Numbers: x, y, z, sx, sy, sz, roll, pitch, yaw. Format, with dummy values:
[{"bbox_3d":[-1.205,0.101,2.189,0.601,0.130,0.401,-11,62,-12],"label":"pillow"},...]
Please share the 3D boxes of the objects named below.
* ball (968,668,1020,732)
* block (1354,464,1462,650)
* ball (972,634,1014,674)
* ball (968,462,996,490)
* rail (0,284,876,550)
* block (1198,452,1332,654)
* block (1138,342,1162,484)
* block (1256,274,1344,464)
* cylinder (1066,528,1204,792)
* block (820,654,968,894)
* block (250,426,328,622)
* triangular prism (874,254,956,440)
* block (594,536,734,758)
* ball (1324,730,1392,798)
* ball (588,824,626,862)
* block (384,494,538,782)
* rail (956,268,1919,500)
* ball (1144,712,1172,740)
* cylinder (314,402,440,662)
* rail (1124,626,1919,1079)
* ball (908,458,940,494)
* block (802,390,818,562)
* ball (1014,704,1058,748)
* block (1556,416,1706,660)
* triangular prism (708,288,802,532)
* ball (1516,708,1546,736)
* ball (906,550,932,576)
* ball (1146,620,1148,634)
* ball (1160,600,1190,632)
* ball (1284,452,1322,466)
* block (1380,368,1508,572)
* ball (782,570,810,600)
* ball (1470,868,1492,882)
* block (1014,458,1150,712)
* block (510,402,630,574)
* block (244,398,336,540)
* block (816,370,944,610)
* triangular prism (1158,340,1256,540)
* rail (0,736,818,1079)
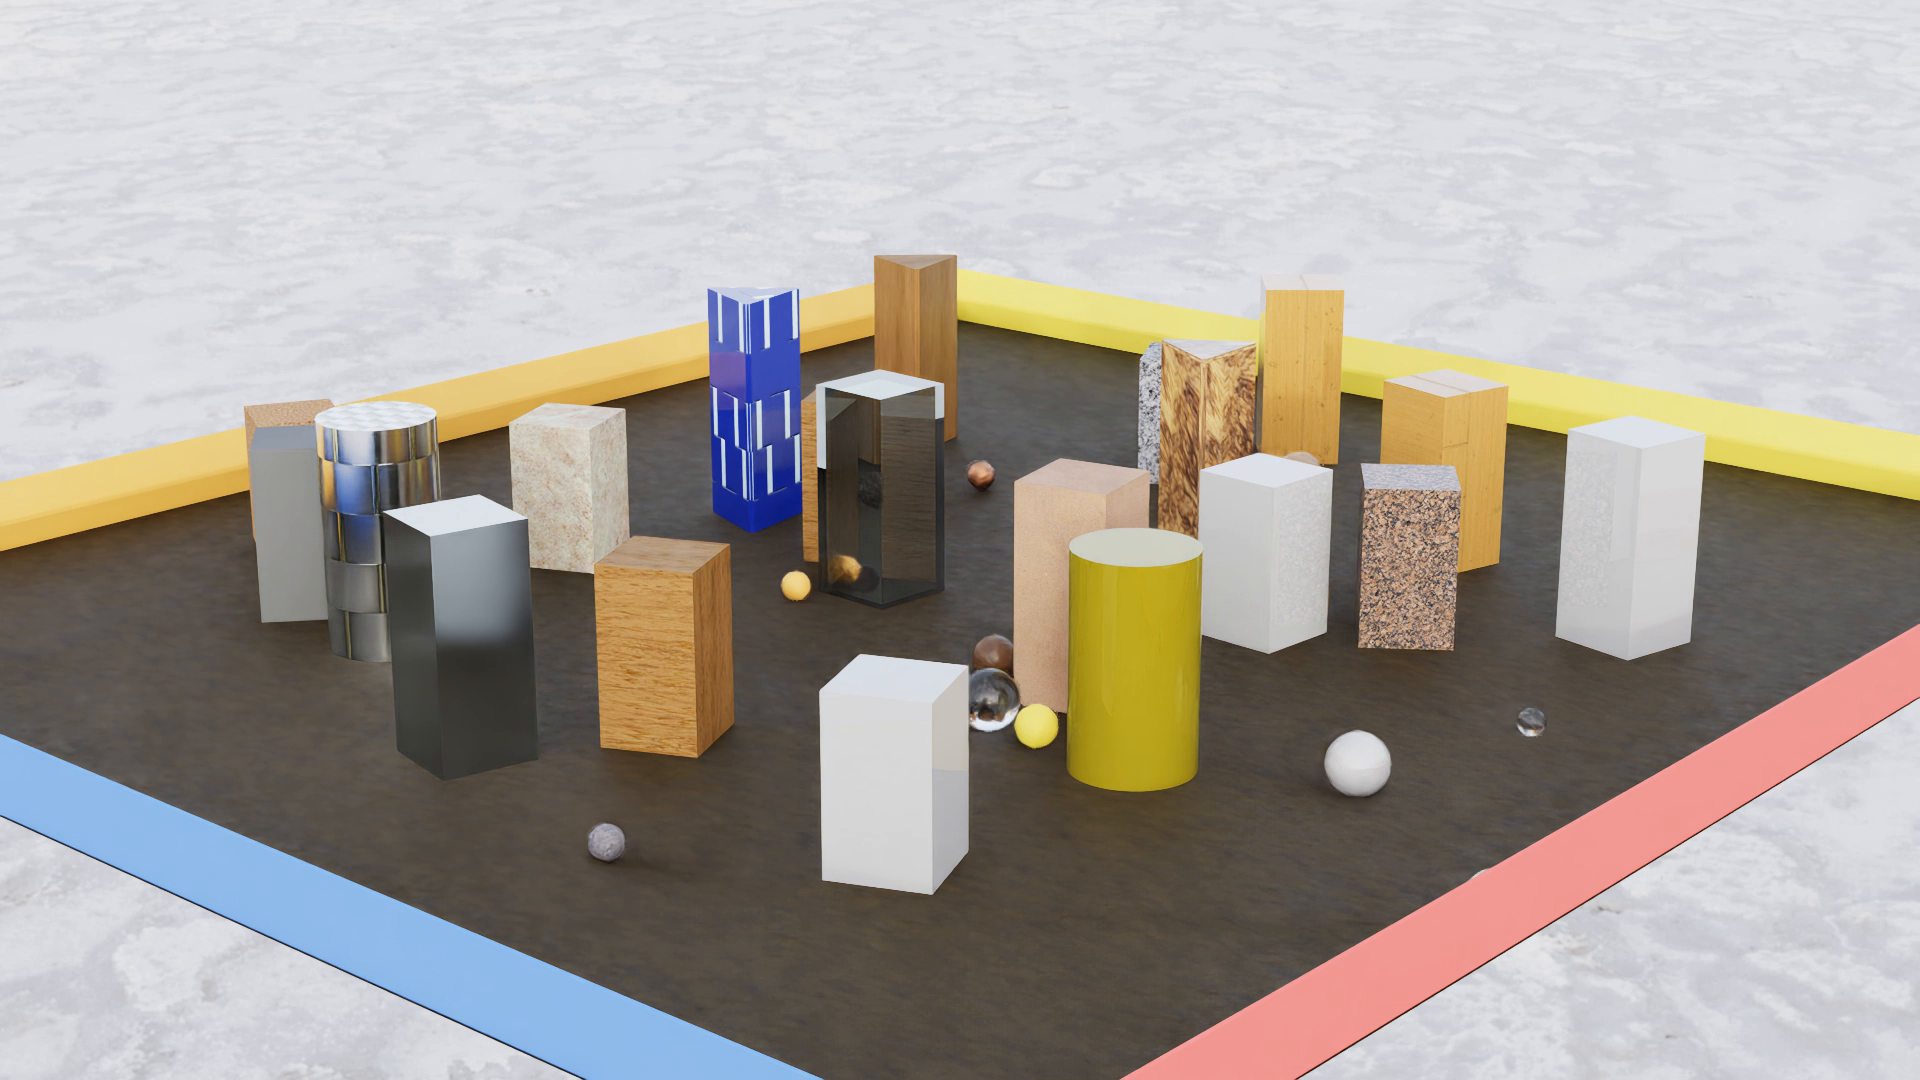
[{"bbox_3d":[0.044,0.243,4.473,0.097,0.097,0.097,0,17,0],"label":"ball"},{"bbox_3d":[0.744,0.027,4.885,0.156,0.274,0.156,1,17,5],"label":"block"},{"bbox_3d":[0.056,0.188,4.697,0.073,0.073,0.073,0,17,0],"label":"ball"},{"bbox_3d":[0.043,-0.128,5.776,0.055,0.055,0.055,0,17,0],"label":"ball"},{"bbox_3d":[-1.112,-0.247,6.045,0.045,0.126,3.341,14,22,39],"label":"rail"},{"bbox_3d":[0.507,0.020,4.891,0.156,0.284,0.156,16,23,42],"label":"block"},{"bbox_3d":[0.445,-0.251,5.846,0.156,0.251,0.156,3,17,11],"label":"block"},{"bbox_3d":[0.692,-0.350,5.983,0.156,0.360,0.156,0,17,2],"label":"block"},{"bbox_3d":[0.254,0.173,4.285,0.195,0.340,0.195,0,17,0],"label":"cylinder"},{"bbox_3d":[-0.087,0.313,3.943,0.156,0.270,0.156,5,18,17],"label":"block"},{"bbox_3d":[-1.122,-0.030,5.024,0.156,0.303,0.156,-3,17,-9],"label":"block"},{"bbox_3d":[-0.070,-0.395,6.088,0.146,0.386,0.169,-10,20,-30],"label":"triangular prism"},{"bbox_3d":[-0.444,0.159,4.422,0.156,0.288,0.156,5,17,16],"label":"block"},{"bbox_3d":[0.572,0.322,4.215,0.096,0.096,0.096,0,17,0],"label":"ball"},{"bbox_3d":[-0.481,0.412,3.994,0.051,0.051,0.051,0,17,0],"label":"ball"},{"bbox_3d":[-0.736,0.142,4.330,0.156,0.373,0.156,-12,20,-34],"label":"block"},{"bbox_3d":[1.080,-0.327,6.311,2.993,0.126,0.045,14,22,39],"label":"rail"},{"bbox_3d":[0.300,0.281,4.444,0.042,0.042,0.042,0,17,0],"label":"ball"},{"bbox_3d":[-0.950,-0.015,4.824,0.195,0.389,0.195,0,17,0],"label":"cylinder"},{"bbox_3d":[1.112,0.311,4.196,0.045,0.126,3.341,14,22,39],"label":"rail"},{"bbox_3d":[-0.076,-0.124,5.735,0.072,0.072,0.072,0,17,0],"label":"ball"},{"bbox_3d":[-0.189,-0.121,5.332,0.156,0.298,0.156,4,17,14],"label":"block"},{"bbox_3d":[0.115,0.280,4.407,0.066,0.066,0.066,0,17,0],"label":"ball"},{"bbox_3d":[1.107,-0.006,4.847,0.156,0.358,0.156,-12,21,-35],"label":"block"},{"bbox_3d":[-0.410,-0.254,5.534,0.146,0.437,0.169,10,19,29],"label":"triangular prism"},{"bbox_3d":[0.868,0.277,4.455,0.044,0.044,0.044,0,17,0],"label":"ball"},{"bbox_3d":[-0.072,0.041,5.228,0.047,0.047,0.047,0,17,0],"label":"ball"},{"bbox_3d":[0.266,0.140,4.829,0.089,0.089,0.089,0,17,0],"label":"ball"},{"bbox_3d":[0.363,0.128,4.935,0.052,0.052,0.052,0,17,0],"label":"ball"},{"bbox_3d":[0.659,-0.125,5.699,0.094,0.094,0.094,0,17,0],"label":"ball"},{"bbox_3d":[0.867,-0.122,5.280,0.156,0.331,0.156,-11,20,-33],"label":"block"},{"bbox_3d":[-0.285,0.079,5.096,0.051,0.051,0.051,0,17,0],"label":"ball"},{"bbox_3d":[0.692,0.460,3.807,0.067,0.067,0.067,0,17,0],"label":"ball"},{"bbox_3d":[0.189,0.074,4.576,0.156,0.361,0.156,9,19,27],"label":"block"},{"bbox_3d":[-0.704,-0.096,5.304,0.156,0.266,0.156,5,18,17],"label":"block"},{"bbox_3d":[-1.216,-0.113,5.384,0.156,0.253,0.156,-6,18,-21],"label":"block"},{"bbox_3d":[-0.137,-0.090,5.100,0.156,0.373,0.156,15,23,41],"label":"block"},{"bbox_3d":[0.426,-0.170,5.350,0.146,0.382,0.169,13,21,36],"label":"triangular prism"},{"bbox_3d":[-1.080,0.391,3.930,2.993,0.126,0.045,14,22,39],"label":"rail"}]
